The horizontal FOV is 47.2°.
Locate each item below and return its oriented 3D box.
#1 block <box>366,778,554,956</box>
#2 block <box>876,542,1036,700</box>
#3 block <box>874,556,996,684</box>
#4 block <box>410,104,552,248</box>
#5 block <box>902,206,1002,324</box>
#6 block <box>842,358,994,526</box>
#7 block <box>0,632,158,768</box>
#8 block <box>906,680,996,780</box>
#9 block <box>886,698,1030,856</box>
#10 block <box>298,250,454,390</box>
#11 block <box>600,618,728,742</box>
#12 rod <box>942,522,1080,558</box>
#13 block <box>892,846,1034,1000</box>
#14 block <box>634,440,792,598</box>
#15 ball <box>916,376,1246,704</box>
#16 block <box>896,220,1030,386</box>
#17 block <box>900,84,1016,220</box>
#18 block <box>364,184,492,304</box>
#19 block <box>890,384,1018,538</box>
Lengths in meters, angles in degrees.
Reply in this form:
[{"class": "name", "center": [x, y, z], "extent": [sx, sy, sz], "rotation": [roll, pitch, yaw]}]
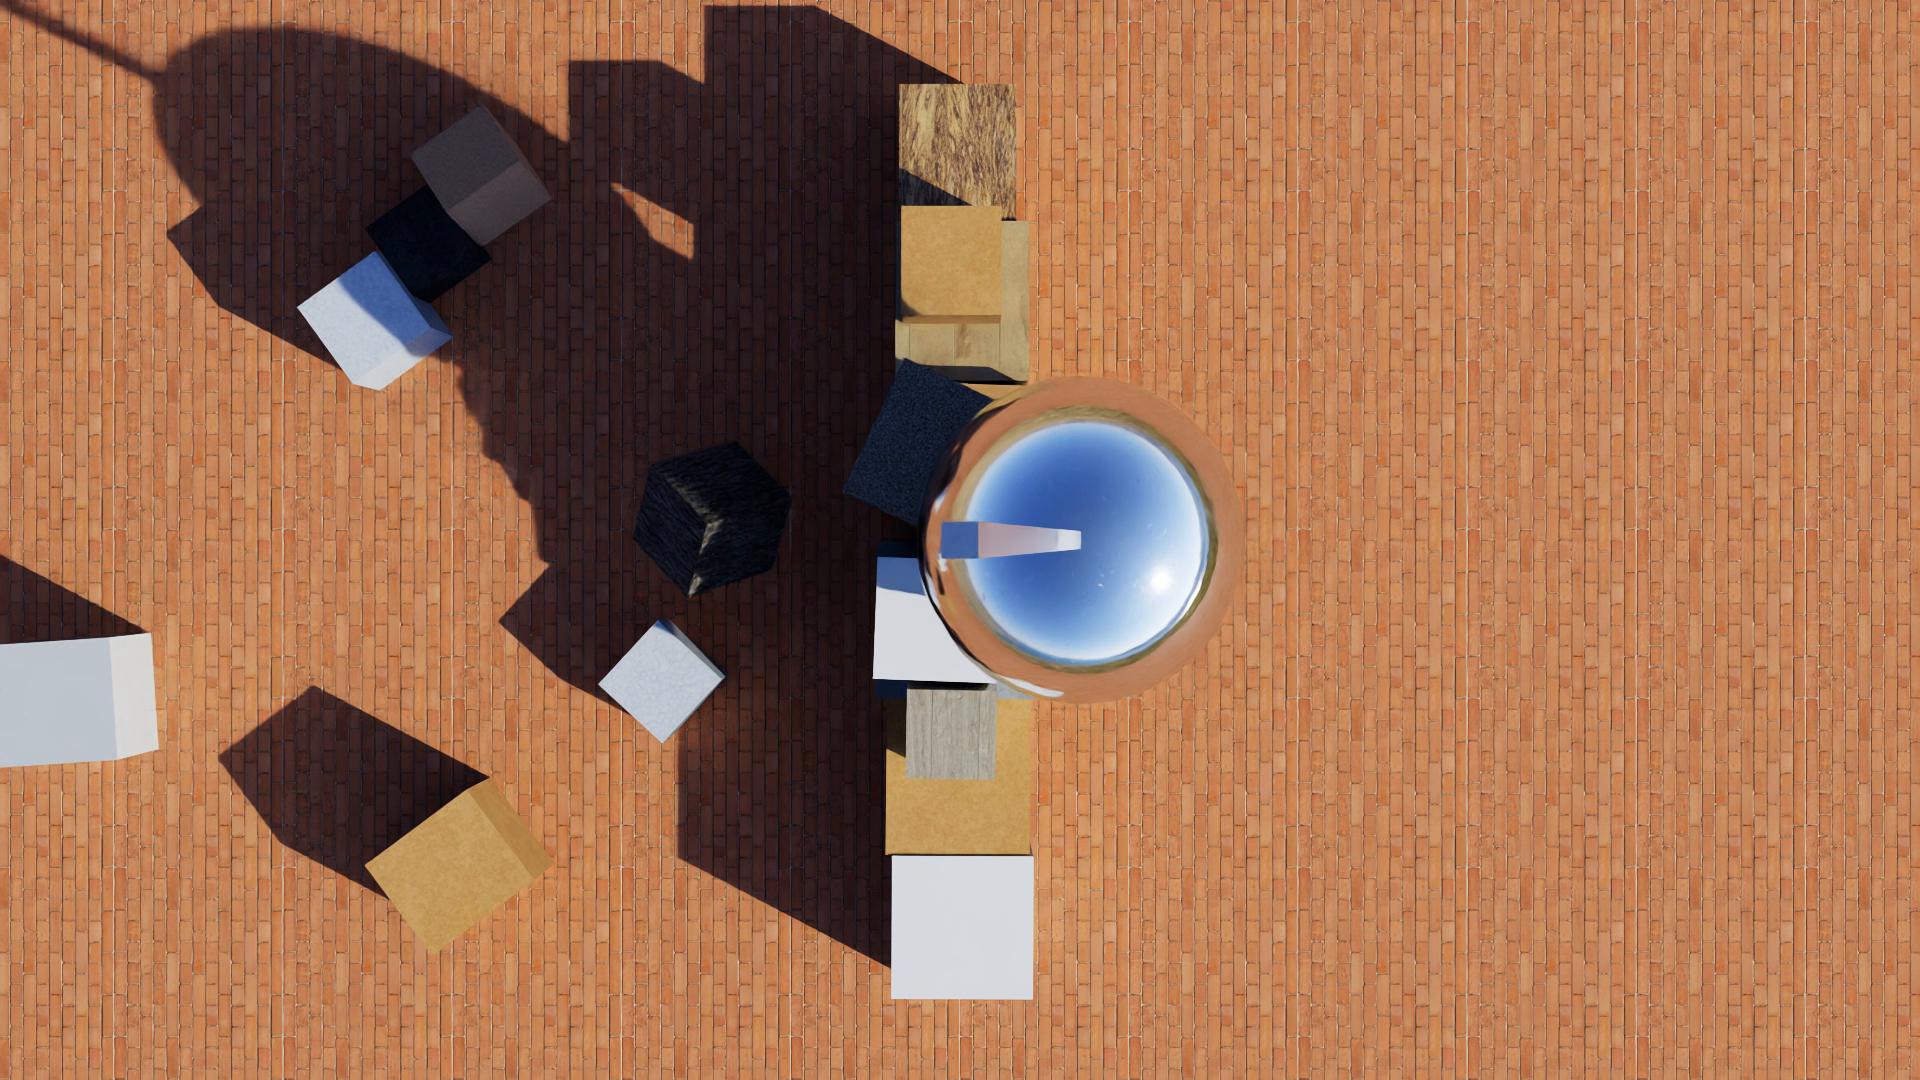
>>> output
[{"class": "block", "center": [-2.872, 1.872, 12.684], "extent": [0.715, 0.632, 0.636], "rotation": [-37, 90, 0]}, {"class": "block", "center": [-0.015, 0.447, 12.605], "extent": [0.896, 0.789, 0.868], "rotation": [0, 90, 0]}, {"class": "block", "center": [-0.120, 0.421, 11.892], "extent": [0.652, 0.639, 0.641], "rotation": [2, 90, 0]}, {"class": "block", "center": [-2.760, -2.098, 12.689], "extent": [0.507, 0.494, 0.455], "rotation": [-35, 70, 0]}, {"class": "block", "center": [-0.046, -1.500, 12.028], "extent": [0.536, 0.473, 0.584], "rotation": [0, 90, 0]}, {"class": "block", "center": [-0.099, -0.434, 11.760], "extent": [0.775, 0.740, 0.769], "rotation": [25, 90, 0]}, {"class": "block", "center": [-5.105, 0.915, 12.682], "extent": [0.691, 0.636, 0.689], "rotation": [-4, 90, 0]}, {"class": "block", "center": [-0.046, 1.010, 11.935], "extent": [0.476, 0.569, 0.475], "rotation": [1, 94, 0]}, {"class": "block", "center": [-0.010, 1.318, 12.619], "extent": [0.801, 0.763, 0.874], "rotation": [0, 90, 0]}, {"class": "block", "center": [-3.368, -1.259, 12.711], "extent": [0.543, 0.578, 0.535], "rotation": [-36, 90, 0]}, {"class": "block", "center": [-1.720, 0.812, 12.800], "extent": [0.498, 0.400, 0.501], "rotation": [43, 90, 0]}, {"class": "rod", "center": [0.252, 0.000, 7.320], "extent": [0.080, 5.200, 0.080], "rotation": [0, 90, 6]}, {"class": "block", "center": [0.014, 2.154, 12.611], "extent": [0.787, 0.778, 0.794], "rotation": [0, 90, 0]}, {"class": "block", "center": [-1.409, -0.123, 12.511], "extent": [0.545, 0.605, 0.549], "rotation": [44, 133, 29]}, {"class": "ball", "center": [0.581, 0.000, 10.704], "extent": [1.600, 1.600, 1.600], "rotation": [0, 90, 0]}, {"class": "block", "center": [0.013, -1.334, 12.632], "extent": [0.747, 0.736, 0.891], "rotation": [0, 90, 0]}, {"class": "block", "center": [-0.012, -2.169, 12.647], "extent": [0.656, 0.707, 0.760], "rotation": [0, 90, 0]}, {"class": "block", "center": [-3.086, -1.721, 12.789], "extent": [0.452, 0.423, 0.471], "rotation": [-35, 90, 0]}, {"class": "block", "center": [0.000, -0.431, 12.565], "extent": [0.748, 0.871, 0.861], "rotation": [2, 90, 0]}]
